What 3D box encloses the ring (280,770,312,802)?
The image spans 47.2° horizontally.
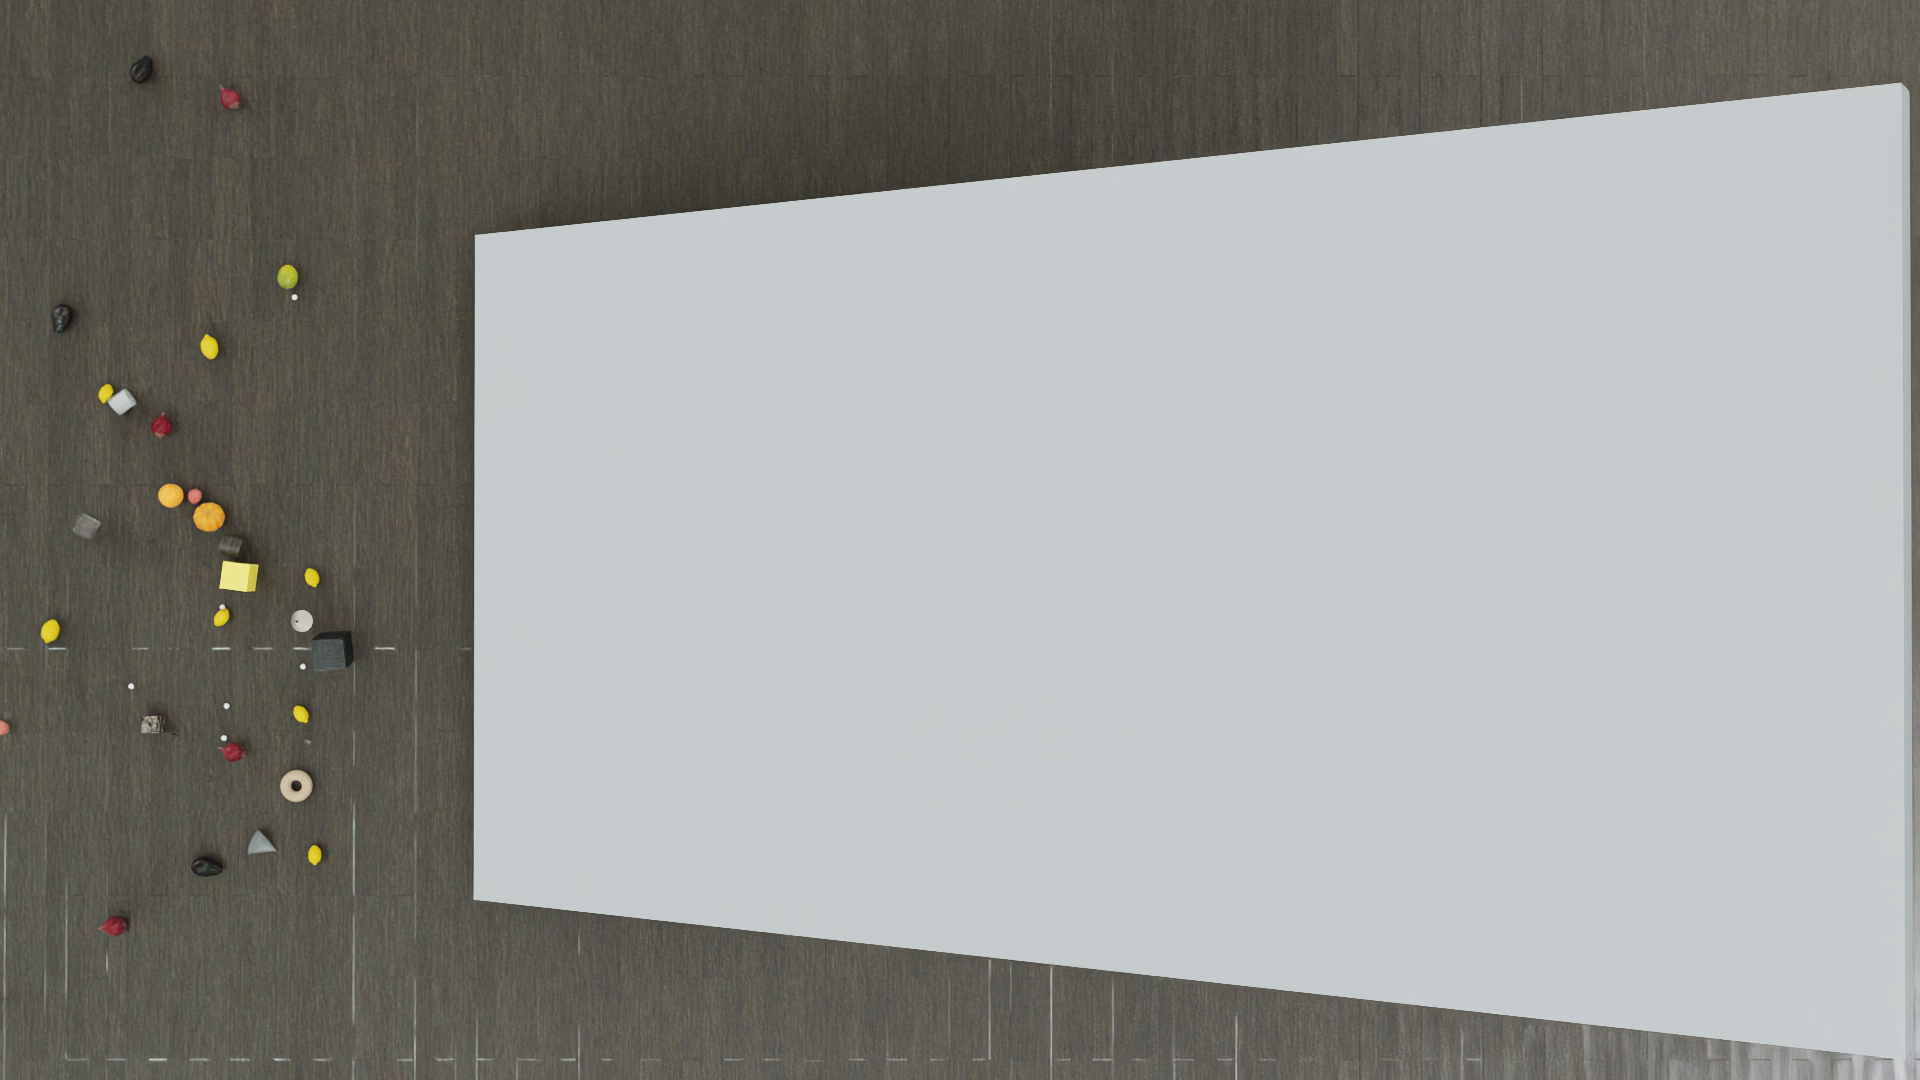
[{"bbox_3d":[-2.016,0.747,6.682,0.098,0.033,0.098,0,89,1],"label":"ring"}]

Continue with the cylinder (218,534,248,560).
[{"bbox_3d":[-2.207,0.020,6.673,0.063,0.063,0.063,16,90,0],"label":"cylinder"}]

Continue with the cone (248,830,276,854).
[{"bbox_3d":[-2.110,0.932,6.679,0.077,0.077,0.077,28,89,-26],"label":"cone"}]

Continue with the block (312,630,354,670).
[{"bbox_3d":[-1.896,0.334,6.646,0.094,0.094,0.094,-3,102,0],"label":"block"}]

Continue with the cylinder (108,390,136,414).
[{"bbox_3d":[-2.544,-0.419,6.680,0.057,0.057,0.057,-35,90,0],"label":"cylinder"}]

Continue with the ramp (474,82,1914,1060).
[{"bbox_3d":[0.261,0.072,5.603,4.000,0.100,2.000,0,89,32],"label":"ramp"}]

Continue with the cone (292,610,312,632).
[{"bbox_3d":[-2.006,0.246,6.670,0.066,0.066,0.066,0,89,0],"label":"cone"}]

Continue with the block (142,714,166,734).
[{"bbox_3d":[-2.448,0.559,6.674,0.052,0.052,0.052,0,89,0],"label":"block"}]

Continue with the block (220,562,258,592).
[{"bbox_3d":[-2.184,0.110,6.663,0.081,0.081,0.081,7,89,0],"label":"block"}]

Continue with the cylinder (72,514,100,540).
[{"bbox_3d":[-2.651,-0.039,6.677,0.058,0.058,0.058,29,90,0],"label":"cylinder"}]
